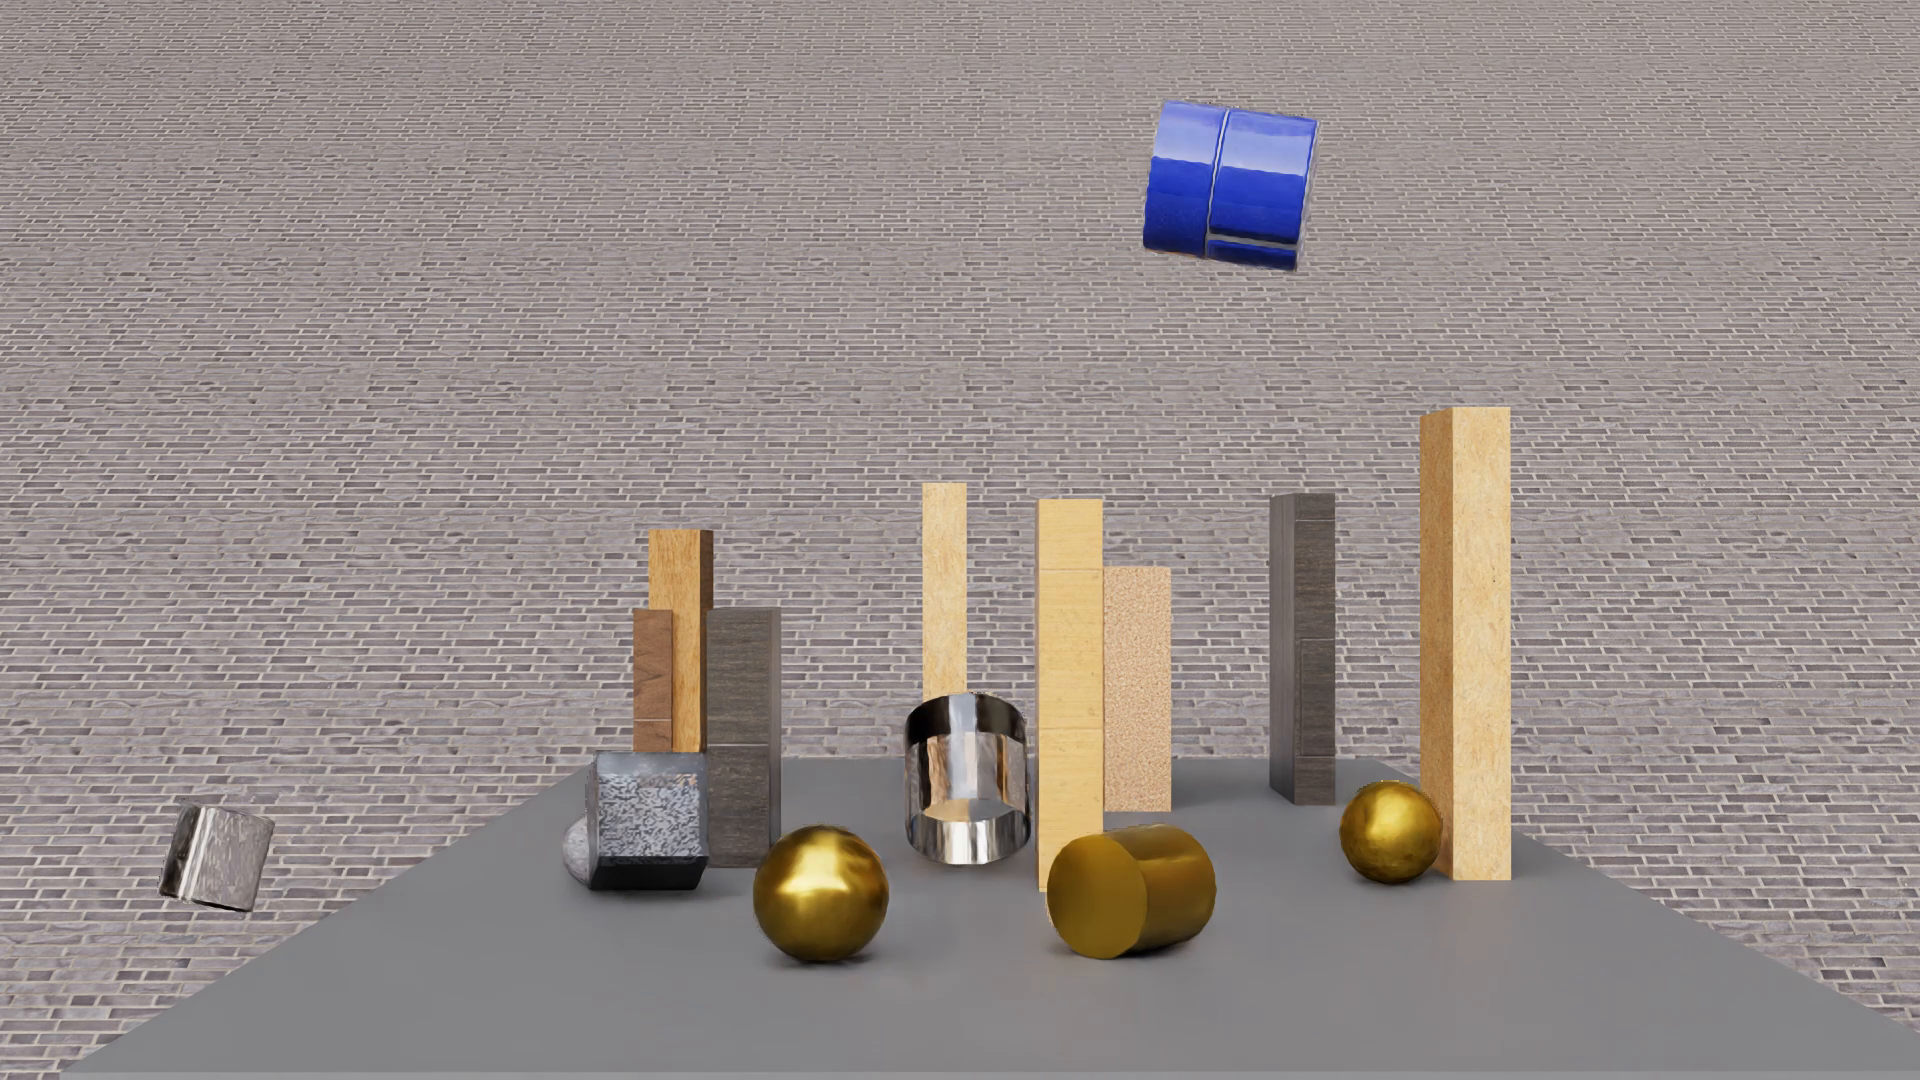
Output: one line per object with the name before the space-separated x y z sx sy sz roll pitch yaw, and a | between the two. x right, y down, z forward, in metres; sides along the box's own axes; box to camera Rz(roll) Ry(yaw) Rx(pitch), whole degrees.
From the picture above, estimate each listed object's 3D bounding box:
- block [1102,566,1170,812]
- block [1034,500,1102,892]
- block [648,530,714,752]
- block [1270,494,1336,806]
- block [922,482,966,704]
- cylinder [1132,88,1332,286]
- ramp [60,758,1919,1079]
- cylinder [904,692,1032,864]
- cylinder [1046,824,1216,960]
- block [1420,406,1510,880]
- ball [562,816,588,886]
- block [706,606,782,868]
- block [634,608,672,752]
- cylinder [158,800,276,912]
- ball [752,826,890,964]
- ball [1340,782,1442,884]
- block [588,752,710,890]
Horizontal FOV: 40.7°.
block | 0.366 0.309 5.552 0.136 0.502 0.439 0 0 0
block | 0.175 0.246 4.206 0.100 0.619 0.243 0 0 0
block | -0.623 0.270 5.799 0.112 0.584 0.310 0 0 0
block | 0.748 0.231 5.676 0.087 0.659 0.435 0 0 0
block | -0.031 0.222 5.429 0.090 0.676 0.324 0 0 0
cylinder | 0.252 -0.328 2.397 0.141 0.141 0.141 22 35 9
ramp | 0.068 0.607 4.674 2.000 0.100 4.000 0 0 0
cylinder | 0.011 0.405 4.387 0.210 0.210 0.210 -1 52 -2
cylinder | 0.230 0.470 3.473 0.163 0.163 0.163 25 15 36
block | 0.851 0.169 4.374 0.094 0.772 0.304 0 0 0
ball | -0.579 0.497 4.147 0.116 0.116 0.116 0 31 0
block | -0.377 0.339 4.555 0.105 0.436 0.316 0 0 0
block | -0.667 0.356 5.753 0.082 0.410 0.279 0 0 0
cylinder | -1.142 0.487 3.980 0.143 0.143 0.143 13 -8 2
ball | -0.182 0.463 3.383 0.179 0.179 0.179 0 31 0
ball | 0.694 0.473 4.174 0.163 0.163 0.163 0 31 0
block | -0.488 0.439 4.036 0.168 0.168 0.168 1 64 -14
